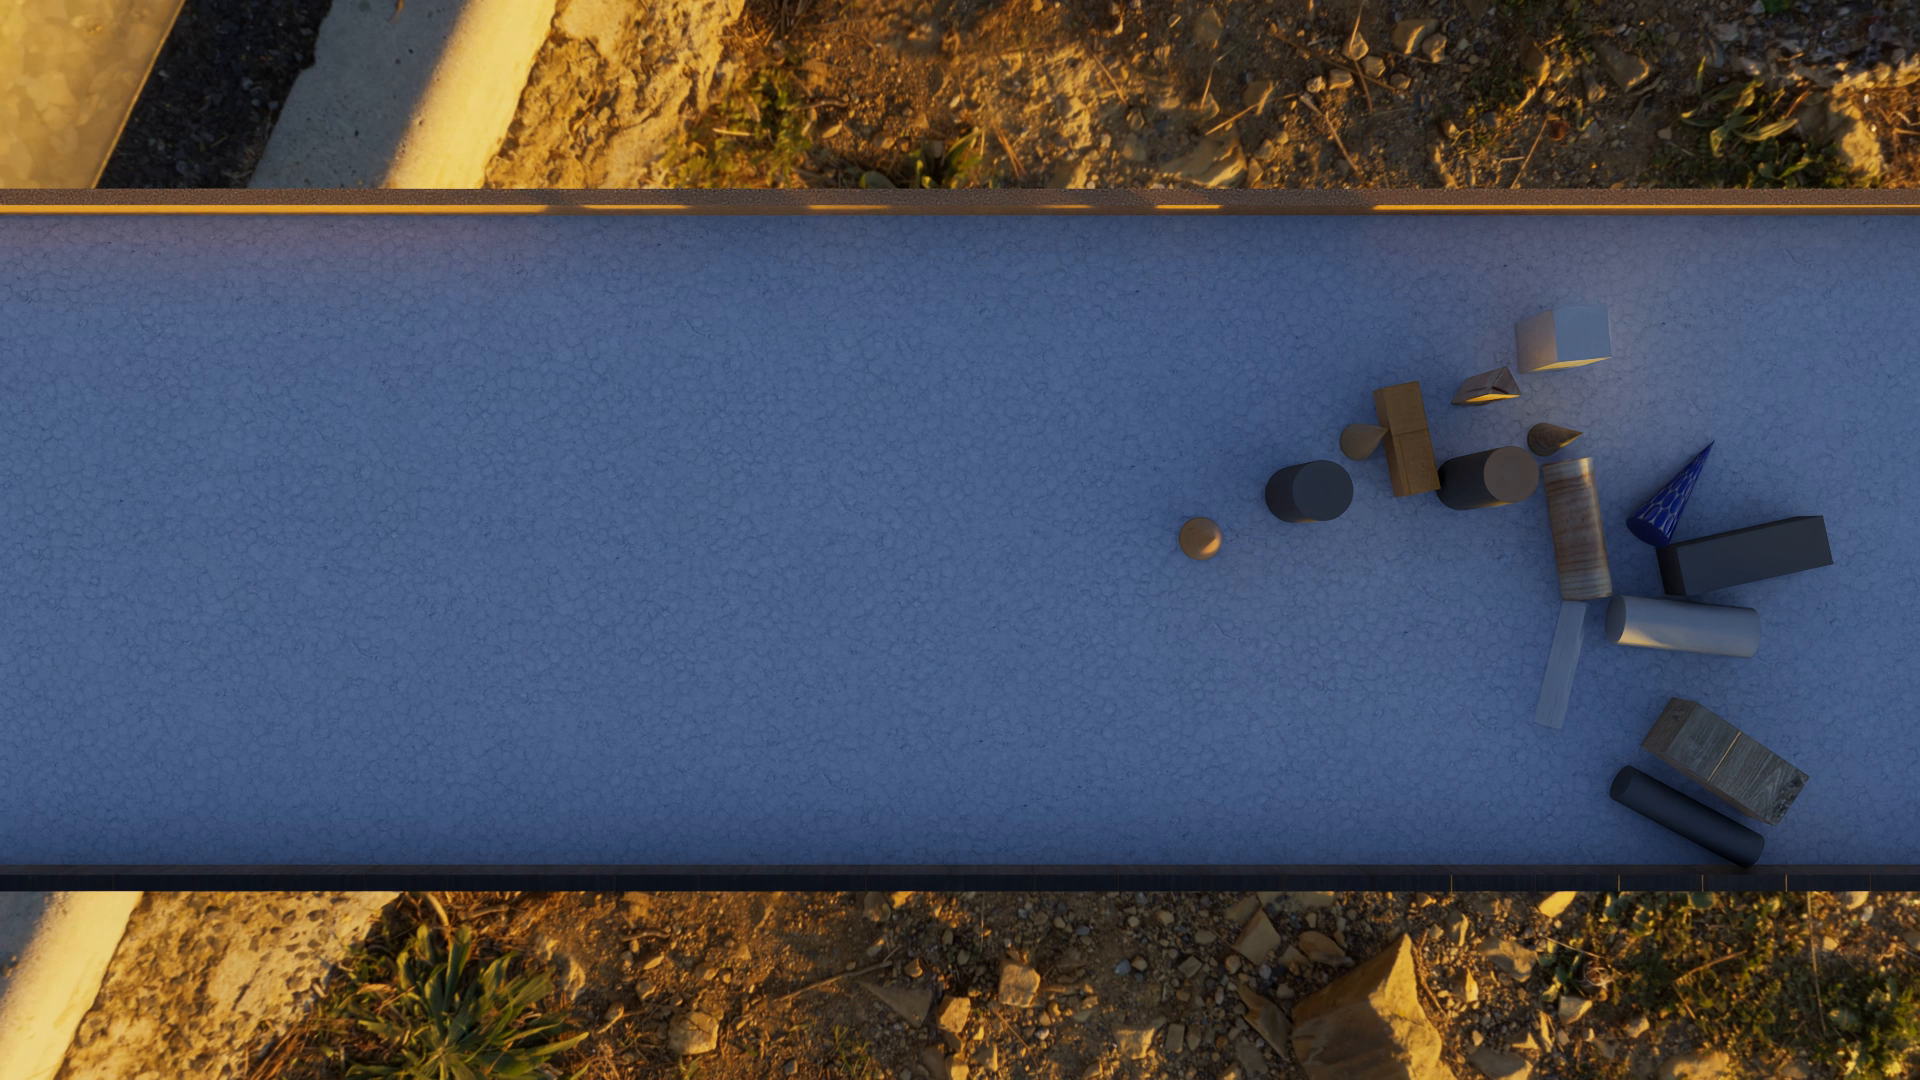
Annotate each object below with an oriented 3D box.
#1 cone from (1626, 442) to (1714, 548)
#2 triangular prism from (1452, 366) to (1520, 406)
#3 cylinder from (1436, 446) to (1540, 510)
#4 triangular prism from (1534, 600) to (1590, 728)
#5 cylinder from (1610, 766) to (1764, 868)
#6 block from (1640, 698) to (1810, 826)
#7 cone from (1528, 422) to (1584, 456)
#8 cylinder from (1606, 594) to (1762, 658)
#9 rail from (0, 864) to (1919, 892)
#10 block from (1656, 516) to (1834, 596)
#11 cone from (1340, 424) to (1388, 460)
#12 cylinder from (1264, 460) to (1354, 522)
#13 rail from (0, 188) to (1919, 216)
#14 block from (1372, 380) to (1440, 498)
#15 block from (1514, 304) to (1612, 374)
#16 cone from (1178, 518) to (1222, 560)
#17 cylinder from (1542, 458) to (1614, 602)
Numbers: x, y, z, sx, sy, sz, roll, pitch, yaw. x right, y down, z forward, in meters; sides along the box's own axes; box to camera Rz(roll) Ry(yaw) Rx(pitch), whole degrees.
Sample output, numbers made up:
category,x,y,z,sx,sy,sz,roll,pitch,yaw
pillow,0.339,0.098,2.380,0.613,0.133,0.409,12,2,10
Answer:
category,x,y,z,sx,sy,sz,roll,pitch,yaw
cone,2.206,-0.167,5.042,0.140,0.140,0.381,40,79,0
triangular prism,1.559,-0.457,4.894,0.093,0.365,0.080,2,90,0
cylinder,1.555,-0.180,4.883,0.164,0.372,0.164,0,88,-5
triangular prism,1.853,0.381,5.037,0.087,0.075,0.392,13,90,0
cylinder,2.211,0.843,5.019,0.449,0.116,0.116,28,90,0
block,2.309,0.668,4.987,0.398,0.180,0.180,34,90,0
cone,1.797,-0.309,4.913,0.104,0.326,0.104,0,90,0
cylinder,2.190,0.261,5.000,0.408,0.153,0.153,6,90,0
rail,-2.247,1.025,5.001,12.000,0.150,0.050,0,90,0
block,2.375,0.048,5.002,0.449,0.149,0.149,-12,90,0
cone,1.219,-0.308,4.871,0.116,0.406,0.116,0,88,2
cylinder,1.025,-0.140,4.868,0.173,0.418,0.173,0,90,0
rail,-2.247,-1.025,5.002,12.000,0.150,0.050,0,90,0
block,1.359,-0.306,5.020,0.112,0.112,0.333,-12,90,0
block,1.792,-0.597,4.913,0.156,0.328,0.156,-5,90,0
cone,0.740,-0.004,4.926,0.133,0.300,0.133,0,90,0
cylinder,1.873,-0.033,5.004,0.146,0.146,0.420,-9,90,0
